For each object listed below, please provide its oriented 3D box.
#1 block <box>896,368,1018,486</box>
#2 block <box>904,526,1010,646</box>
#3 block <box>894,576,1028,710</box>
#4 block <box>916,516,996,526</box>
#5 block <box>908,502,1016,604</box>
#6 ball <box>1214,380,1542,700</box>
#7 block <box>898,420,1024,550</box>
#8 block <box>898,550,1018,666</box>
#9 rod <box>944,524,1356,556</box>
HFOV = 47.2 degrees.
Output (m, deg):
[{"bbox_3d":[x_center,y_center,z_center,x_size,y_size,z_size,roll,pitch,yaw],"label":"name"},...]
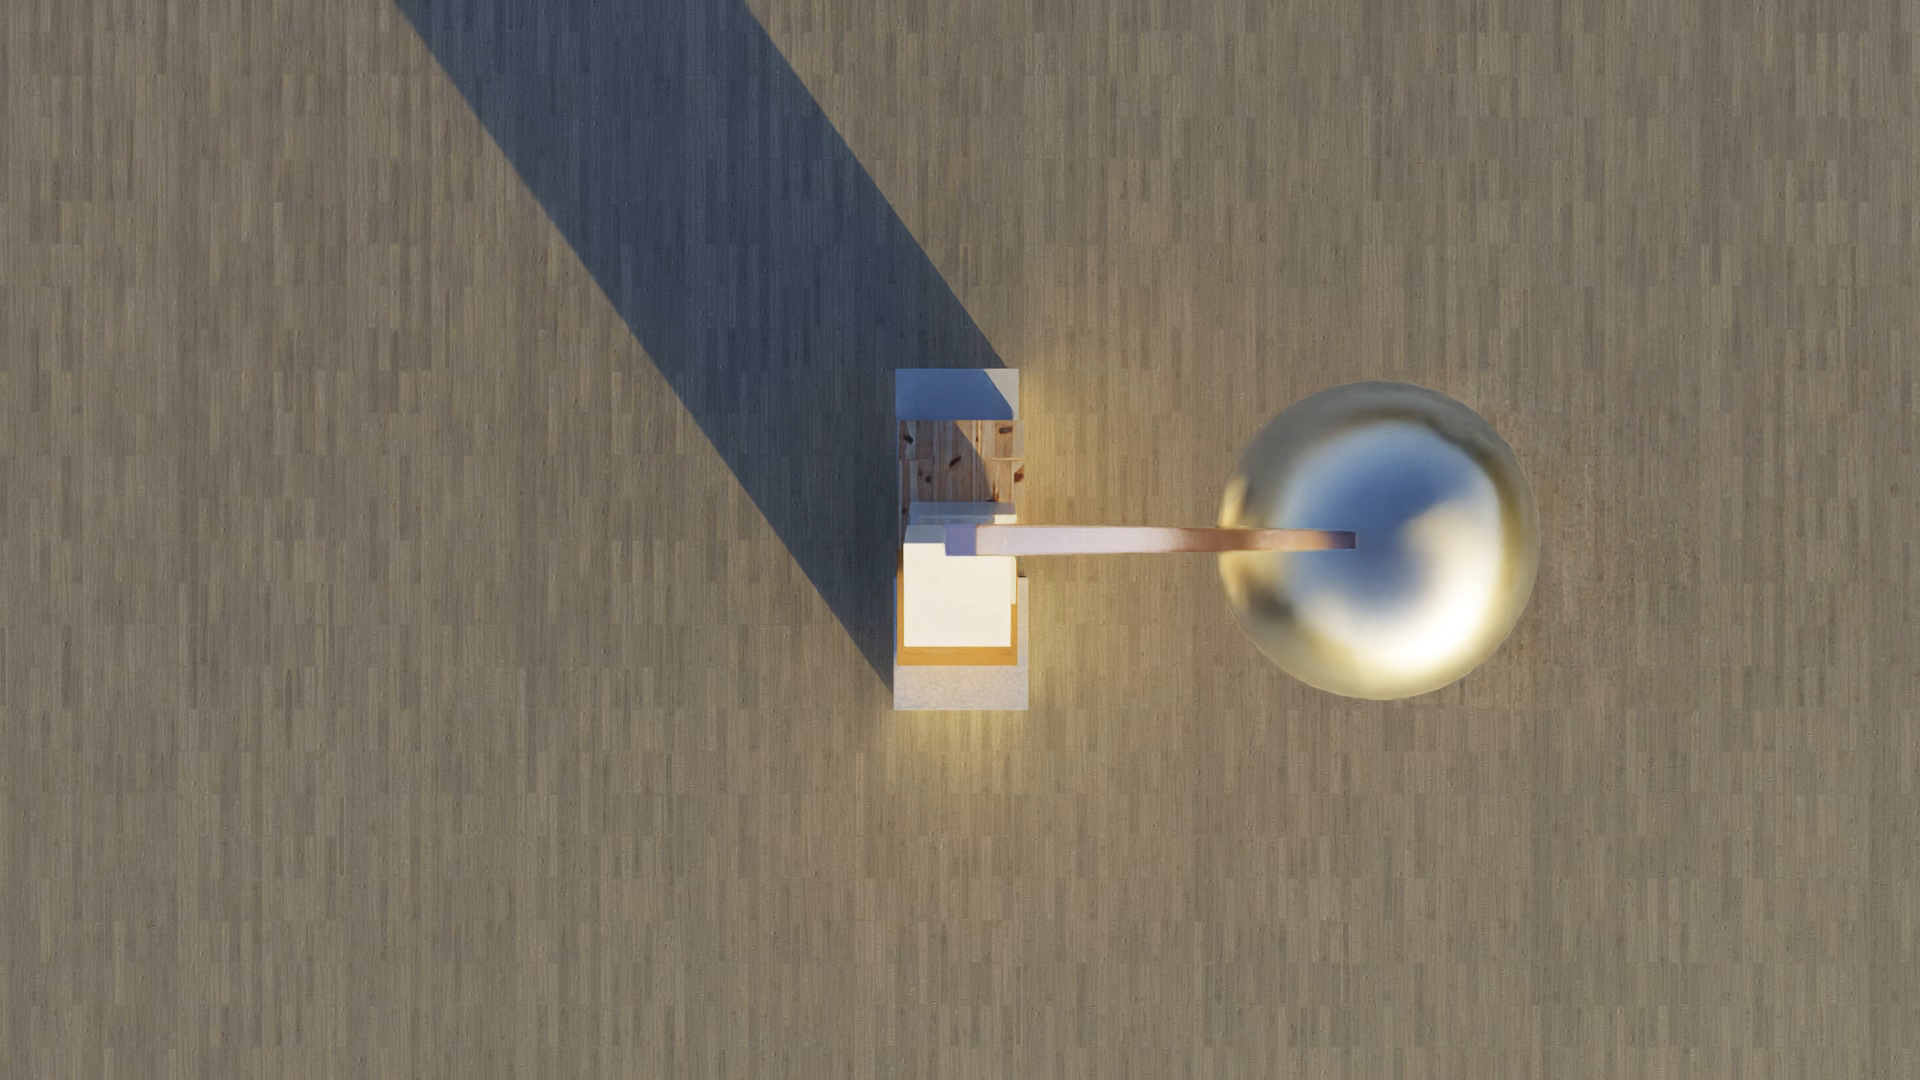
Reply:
[{"bbox_3d":[-0.017,-0.631,12.625,0.684,0.750,0.647,0,90,0],"label":"block"},{"bbox_3d":[-0.013,0.213,10.543,0.496,0.558,0.487,0,99,0],"label":"block"},{"bbox_3d":[0.004,0.583,12.673,0.754,0.655,0.743,0,90,0],"label":"block"},{"bbox_3d":[-0.019,0.131,11.015,0.390,0.402,0.439,0,99,0],"label":"block"},{"bbox_3d":[0.011,0.061,11.448,0.548,0.474,0.456,0,99,0],"label":"block"},{"bbox_3d":[2.074,0.000,10.977,1.600,1.600,1.600,0,90,0],"label":"ball"},{"bbox_3d":[0.005,-0.302,11.964,0.675,0.572,0.693,0,92,0],"label":"block"},{"bbox_3d":[-0.014,0.362,12.032,0.642,0.627,0.616,0,90,0],"label":"block"},{"bbox_3d":[0.899,0.000,7.787,0.080,5.200,0.080,0,90,20],"label":"rod"}]
